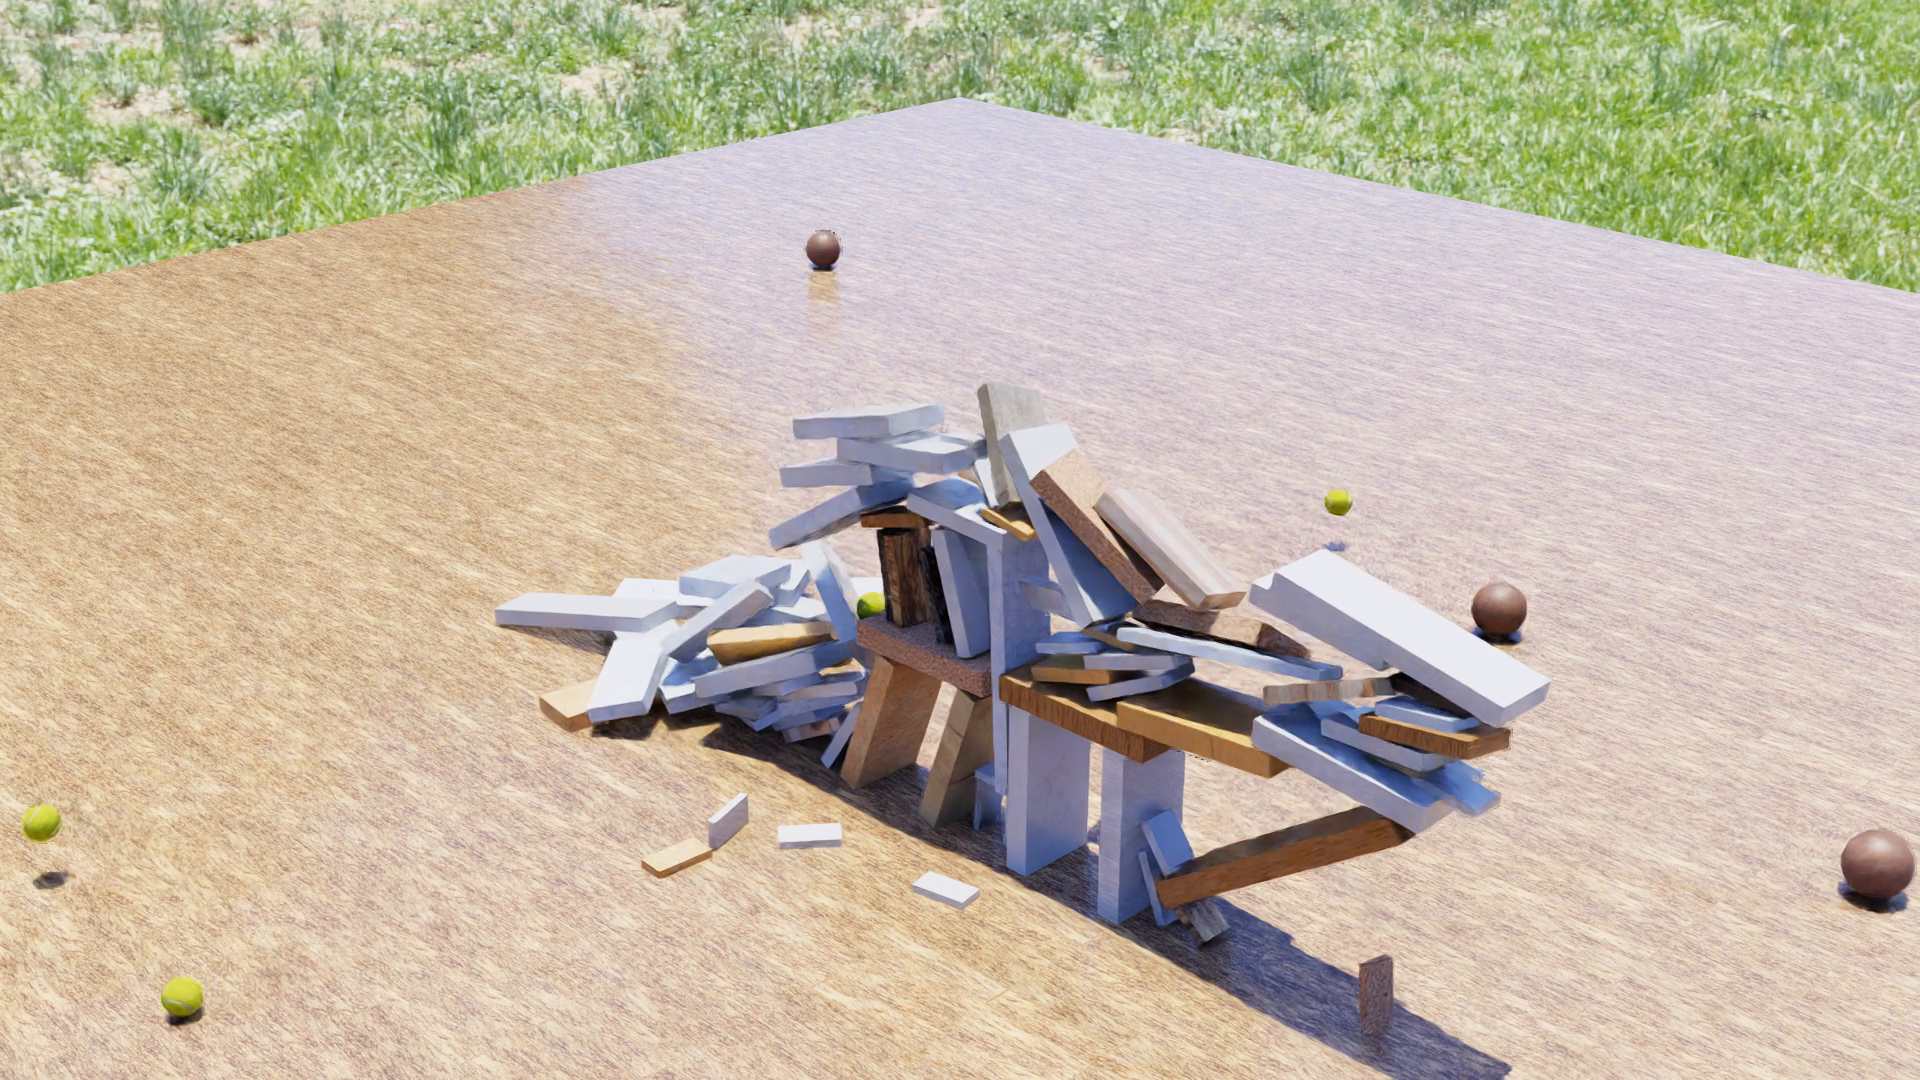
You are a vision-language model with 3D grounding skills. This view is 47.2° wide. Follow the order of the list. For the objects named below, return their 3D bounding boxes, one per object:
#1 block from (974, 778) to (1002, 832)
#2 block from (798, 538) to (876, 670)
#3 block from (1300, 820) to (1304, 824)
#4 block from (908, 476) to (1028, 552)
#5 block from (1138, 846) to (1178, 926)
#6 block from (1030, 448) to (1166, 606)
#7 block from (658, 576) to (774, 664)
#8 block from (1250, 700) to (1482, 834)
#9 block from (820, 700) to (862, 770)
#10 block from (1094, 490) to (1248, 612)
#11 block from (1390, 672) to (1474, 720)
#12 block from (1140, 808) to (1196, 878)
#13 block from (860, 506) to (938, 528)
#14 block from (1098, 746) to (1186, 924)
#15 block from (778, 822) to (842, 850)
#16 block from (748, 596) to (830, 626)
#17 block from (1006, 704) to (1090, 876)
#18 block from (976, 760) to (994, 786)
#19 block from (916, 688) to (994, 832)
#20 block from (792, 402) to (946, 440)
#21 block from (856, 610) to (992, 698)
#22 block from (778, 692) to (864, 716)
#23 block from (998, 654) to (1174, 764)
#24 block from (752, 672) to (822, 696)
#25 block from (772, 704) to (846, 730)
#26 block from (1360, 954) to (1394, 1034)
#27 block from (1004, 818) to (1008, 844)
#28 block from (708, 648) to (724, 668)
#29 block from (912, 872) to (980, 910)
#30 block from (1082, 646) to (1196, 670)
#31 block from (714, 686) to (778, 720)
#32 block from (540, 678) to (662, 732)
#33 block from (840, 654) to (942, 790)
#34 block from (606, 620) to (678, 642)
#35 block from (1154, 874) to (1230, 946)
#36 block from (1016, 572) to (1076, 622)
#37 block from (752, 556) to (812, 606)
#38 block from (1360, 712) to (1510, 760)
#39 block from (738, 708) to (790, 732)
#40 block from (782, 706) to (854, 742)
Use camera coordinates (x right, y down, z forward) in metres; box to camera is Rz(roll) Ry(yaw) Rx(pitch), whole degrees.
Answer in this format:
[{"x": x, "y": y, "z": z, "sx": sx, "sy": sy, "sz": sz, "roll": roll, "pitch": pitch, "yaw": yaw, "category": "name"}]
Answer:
[{"x": 0.057, "y": 0.517, "z": 4.386, "sx": 0.060, "sy": 0.121, "sz": 0.017, "roll": -21, "pitch": 36, "yaw": -41, "category": "block"}, {"x": -0.250, "y": 0.130, "z": 4.649, "sx": 0.044, "sy": 0.156, "sz": 0.311, "roll": -31, "pitch": 53, "yaw": 5, "category": "block"}, {"x": 0.687, "y": 0.594, "z": 4.298, "sx": 0.048, "sy": 0.014, "sz": 0.095, "roll": -21, "pitch": 53, "yaw": -40, "category": "block"}, {"x": 0.034, "y": -0.052, "z": 4.152, "sx": 0.127, "sy": 0.036, "sz": 0.254, "roll": -21, "pitch": 33, "yaw": -40, "category": "block"}, {"x": 0.379, "y": 0.634, "z": 4.083, "sx": 0.073, "sy": 0.146, "sz": 0.021, "roll": -22, "pitch": 10, "yaw": -41, "category": "block"}, {"x": 0.267, "y": -0.027, "z": 3.979, "sx": 0.297, "sy": 0.042, "sz": 0.149, "roll": 47, "pitch": 31, "yaw": 4, "category": "block"}, {"x": -0.534, "y": 0.178, "z": 4.831, "sx": 0.247, "sy": 0.035, "sz": 0.123, "roll": -36, "pitch": -17, "yaw": 2, "category": "block"}, {"x": 0.671, "y": 0.361, "z": 3.647, "sx": 0.340, "sy": 0.048, "sz": 0.170, "roll": 28, "pitch": 35, "yaw": 36, "category": "block"}, {"x": -0.208, "y": 0.394, "z": 4.589, "sx": 0.104, "sy": 0.209, "sz": 0.030, "roll": -21, "pitch": 64, "yaw": -40, "category": "block"}, {"x": 0.375, "y": 0.016, "z": 3.924, "sx": 0.139, "sy": 0.040, "sz": 0.279, "roll": -3, "pitch": 44, "yaw": -51, "category": "block"}, {"x": 0.770, "y": 0.241, "z": 3.505, "sx": 0.076, "sy": 0.022, "sz": 0.152, "roll": -14, "pitch": 25, "yaw": -37, "category": "block"}, {"x": 0.392, "y": 0.574, "z": 4.046, "sx": 0.073, "sy": 0.146, "sz": 0.021, "roll": -21, "pitch": -7, "yaw": -41, "category": "block"}, {"x": -0.098, "y": -0.047, "z": 4.286, "sx": 0.094, "sy": 0.027, "sz": 0.188, "roll": -16, "pitch": 10, "yaw": -41, "category": "block"}, {"x": 0.338, "y": 0.518, "z": 4.084, "sx": 0.050, "sy": 0.355, "sz": 0.178, "roll": 22, "pitch": 31, "yaw": 40, "category": "block"}, {"x": -0.297, "y": 0.587, "z": 4.355, "sx": 0.124, "sy": 0.018, "sz": 0.062, "roll": -2, "pitch": 23, "yaw": -6, "category": "block"}, {"x": -0.428, "y": 0.162, "z": 5.200, "sx": 0.273, "sy": 0.039, "sz": 0.136, "roll": 12, "pitch": 16, "yaw": 31, "category": "block"}, {"x": 0.172, "y": 0.454, "z": 4.236, "sx": 0.050, "sy": 0.356, "sz": 0.178, "roll": 22, "pitch": 31, "yaw": 40, "category": "block"}, {"x": 0.095, "y": 0.469, "z": 4.321, "sx": 0.121, "sy": 0.017, "sz": 0.060, "roll": 20, "pitch": 30, "yaw": 39, "category": "block"}, {"x": 0.032, "y": 0.408, "z": 4.358, "sx": 0.174, "sy": 0.348, "sz": 0.049, "roll": -21, "pitch": 50, "yaw": -41, "category": "block"}, {"x": -0.180, "y": -0.231, "z": 4.284, "sx": 0.143, "sy": 0.041, "sz": 0.286, "roll": -16, "pitch": 11, "yaw": -42, "category": "block"}, {"x": -0.021, "y": 0.207, "z": 4.326, "sx": 0.348, "sy": 0.049, "sz": 0.174, "roll": 20, "pitch": 30, "yaw": 41, "category": "block"}, {"x": -0.277, "y": 0.331, "z": 4.684, "sx": 0.209, "sy": 0.030, "sz": 0.104, "roll": -14, "pitch": 5, "yaw": 39, "category": "block"}, {"x": 0.262, "y": 0.301, "z": 4.075, "sx": 0.178, "sy": 0.050, "sz": 0.355, "roll": -21, "pitch": 31, "yaw": -41, "category": "block"}, {"x": -0.369, "y": 0.303, "z": 4.681, "sx": 0.094, "sy": 0.027, "sz": 0.187, "roll": -19, "pitch": 4, "yaw": -23, "category": "block"}, {"x": -0.327, "y": 0.376, "z": 4.738, "sx": 0.083, "sy": 0.023, "sz": 0.166, "roll": -21, "pitch": 2, "yaw": -39, "category": "block"}, {"x": 0.713, "y": 0.777, "z": 3.765, "sx": 0.062, "sy": 0.124, "sz": 0.018, "roll": -12, "pitch": 16, "yaw": -32, "category": "block"}, {"x": 0.119, "y": 0.541, "z": 4.331, "sx": 0.017, "sy": 0.121, "sz": 0.060, "roll": 30, "pitch": 35, "yaw": 33, "category": "block"}, {"x": -0.562, "y": 0.294, "z": 5.018, "sx": 0.140, "sy": 0.040, "sz": 0.329, "roll": -19, "pitch": 29, "yaw": -37, "category": "block"}, {"x": -0.027, "y": 0.665, "z": 4.173, "sx": 0.115, "sy": 0.016, "sz": 0.058, "roll": 15, "pitch": 27, "yaw": 31, "category": "block"}, {"x": 0.326, "y": 0.208, "z": 3.968, "sx": 0.187, "sy": 0.027, "sz": 0.094, "roll": -2, "pitch": 13, "yaw": 37, "category": "block"}, {"x": -0.457, "y": 0.352, "z": 4.787, "sx": 0.083, "sy": 0.023, "sz": 0.166, "roll": -34, "pitch": 23, "yaw": -34, "category": "block"}, {"x": -0.786, "y": 0.350, "z": 4.888, "sx": 0.262, "sy": 0.037, "sz": 0.131, "roll": -17, "pitch": 28, "yaw": -34, "category": "block"}, {"x": -0.129, "y": 0.346, "z": 4.507, "sx": 0.174, "sy": 0.348, "sz": 0.049, "roll": -21, "pitch": 52, "yaw": -41, "category": "block"}, {"x": -0.743, "y": 0.210, "z": 5.143, "sx": 0.140, "sy": 0.040, "sz": 0.280, "roll": -11, "pitch": 16, "yaw": -16, "category": "block"}, {"x": 0.426, "y": 0.670, "z": 4.046, "sx": 0.073, "sy": 0.021, "sz": 0.146, "roll": -22, "pitch": 70, "yaw": -41, "category": "block"}, {"x": 0.171, "y": 0.107, "z": 4.074, "sx": 0.139, "sy": 0.069, "sz": 0.020, "roll": 16, "pitch": 50, "yaw": 44, "category": "block"}, {"x": -0.449, "y": 0.098, "z": 5.289, "sx": 0.149, "sy": 0.042, "sz": 0.298, "roll": 5, "pitch": 13, "yaw": 4, "category": "block"}, {"x": 0.754, "y": 0.304, "z": 3.500, "sx": 0.107, "sy": 0.030, "sz": 0.213, "roll": -10, "pitch": 14, "yaw": -39, "category": "block"}, {"x": -0.438, "y": 0.368, "z": 4.796, "sx": 0.083, "sy": 0.023, "sz": 0.166, "roll": -27, "pitch": 20, "yaw": -18, "category": "block"}, {"x": -0.278, "y": 0.388, "z": 4.684, "sx": 0.104, "sy": 0.030, "sz": 0.209, "roll": -21, "pitch": 2, "yaw": -40, "category": "block"}]
